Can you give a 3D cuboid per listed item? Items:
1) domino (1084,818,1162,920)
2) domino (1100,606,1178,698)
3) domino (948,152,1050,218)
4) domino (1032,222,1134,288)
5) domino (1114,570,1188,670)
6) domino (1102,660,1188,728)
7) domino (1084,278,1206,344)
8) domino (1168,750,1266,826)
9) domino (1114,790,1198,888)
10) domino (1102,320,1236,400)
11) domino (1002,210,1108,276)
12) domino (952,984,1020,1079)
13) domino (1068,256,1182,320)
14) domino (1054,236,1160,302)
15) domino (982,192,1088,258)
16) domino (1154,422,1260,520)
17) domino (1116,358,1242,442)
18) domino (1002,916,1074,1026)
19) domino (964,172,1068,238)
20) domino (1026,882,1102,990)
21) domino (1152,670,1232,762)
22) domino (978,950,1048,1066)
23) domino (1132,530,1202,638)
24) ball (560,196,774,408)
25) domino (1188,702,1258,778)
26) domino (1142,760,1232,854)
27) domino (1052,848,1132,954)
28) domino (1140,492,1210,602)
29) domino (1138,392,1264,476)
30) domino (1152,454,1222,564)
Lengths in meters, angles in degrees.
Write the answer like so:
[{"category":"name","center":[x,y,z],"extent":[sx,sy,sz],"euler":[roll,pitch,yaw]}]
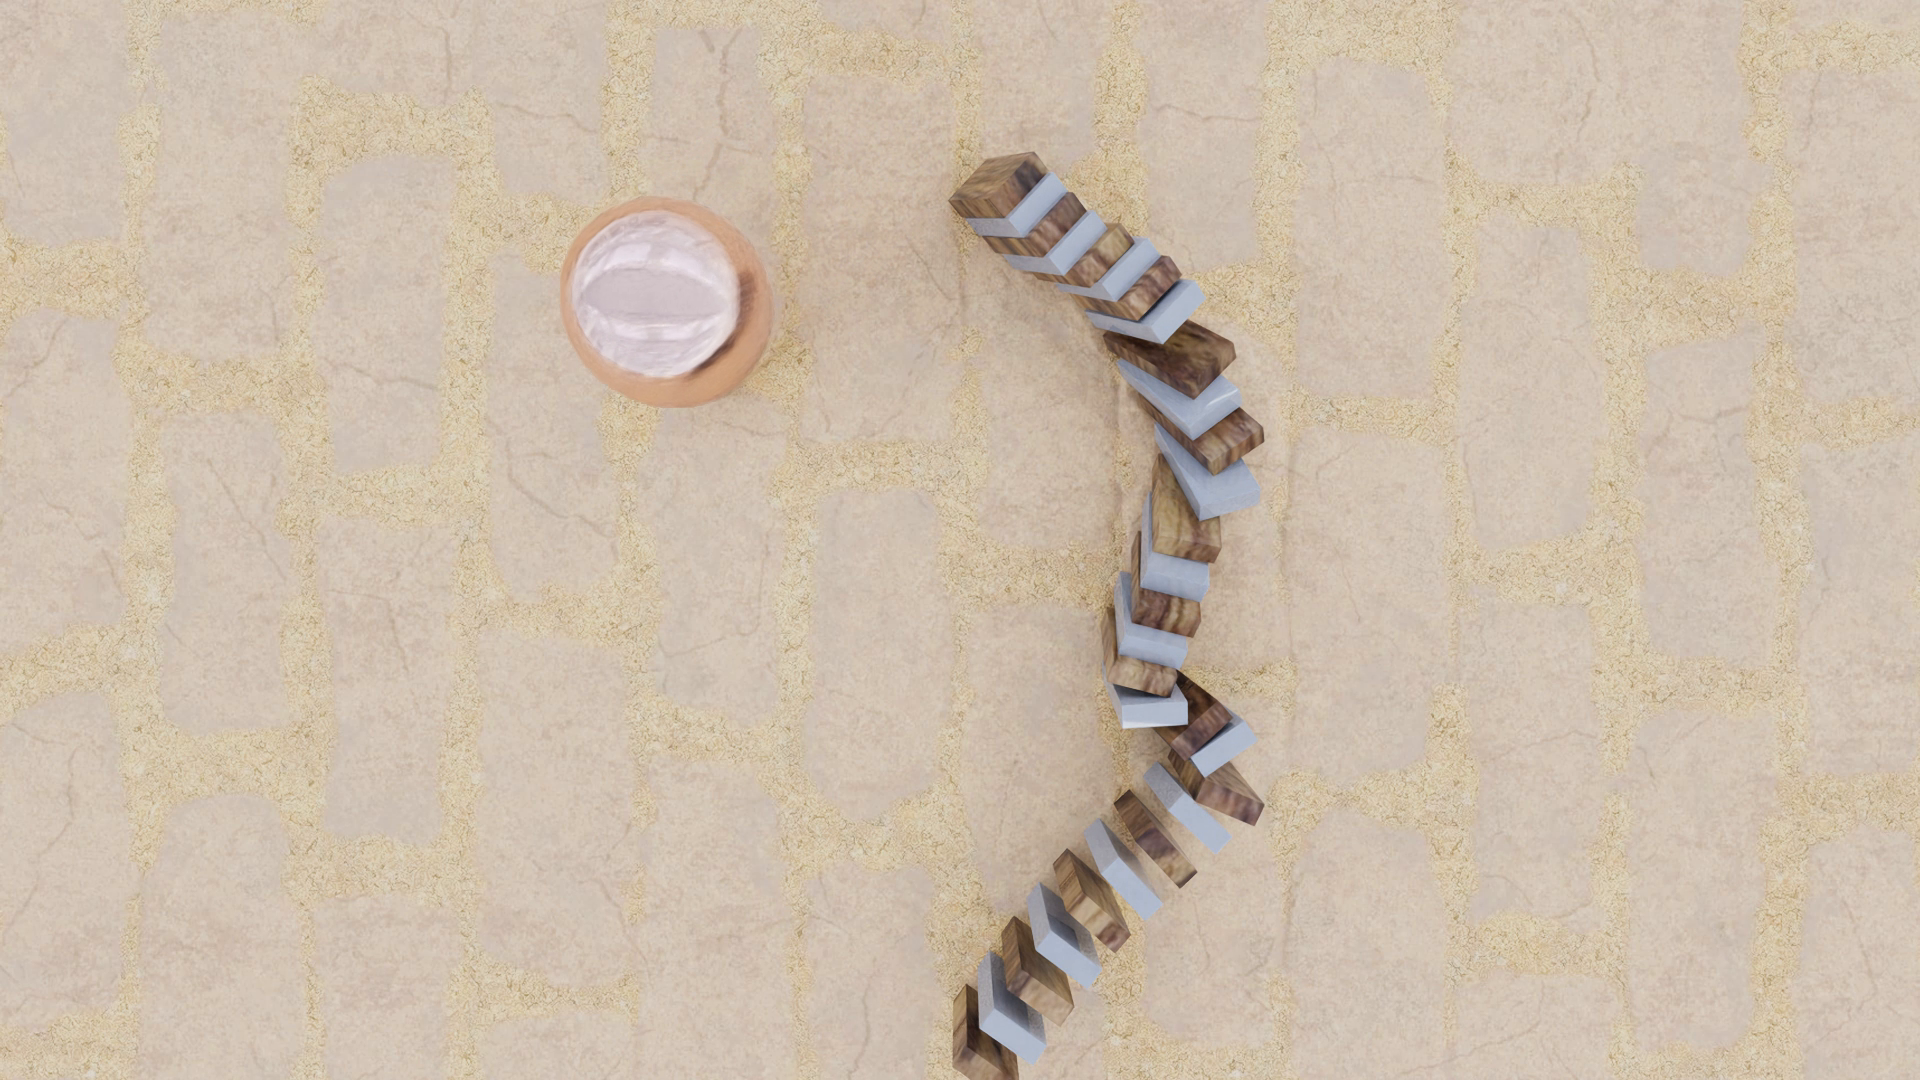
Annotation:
[{"category":"domino","center":[0.066,0.133,0.375],"extent":[0.009,0.050,0.025],"euler":[-43,90,0]},{"category":"domino","center":[0.072,0.045,0.375],"extent":[0.025,0.050,0.010],"euler":[14,111,0]},{"category":"domino","center":[0.015,-0.145,0.376],"extent":[0.025,0.050,0.010],"euler":[-47,117,0]},{"category":"domino","center":[0.048,-0.118,0.376],"extent":[0.025,0.050,0.010],"euler":[-46,117,0]},{"category":"domino","center":[0.077,0.032,0.376],"extent":[0.025,0.050,0.010],"euler":[14,118,0]},{"category":"domino","center":[0.074,0.062,0.374],"extent":[0.025,0.050,0.010],"euler":[-4,103,1]},{"category":"domino","center":[0.075,-0.096,0.376],"extent":[0.025,0.050,0.010],"euler":[-46,121,-2]},{"category":"domino","center":[0.103,0.098,0.374],"extent":[0.025,0.050,0.009],"euler":[23,96,-2]},{"category":"domino","center":[0.079,0.121,0.375],"extent":[0.010,0.050,0.025],"euler":[-43,90,0]},{"category":"domino","center":[0.086,-0.080,0.380],"extent":[0.025,0.010,0.050],"euler":[-44,52,-5]},{"category":"domino","center":[0.037,-0.122,0.376],"extent":[0.025,0.050,0.010],"euler":[-47,117,0]},{"category":"domino","center":[0.010,0.205,0.375],"extent":[0.025,0.050,0.010],"euler":[36,90,0]},{"category":"domino","center":[0.066,-0.105,0.376],"extent":[0.025,0.050,0.009],"euler":[-46,118,0]},{"category":"domino","center":[0.058,-0.112,0.376],"extent":[0.025,0.050,0.009],"euler":[-46,118,0]},{"category":"domino","center":[0.029,-0.129,0.376],"extent":[0.025,0.050,0.009],"euler":[-47,117,0]},{"category":"domino","center":[0.102,-0.032,0.380],"extent":[0.025,0.010,0.050],"euler":[-16,50,-1]},{"category":"domino","center":[0.090,-0.065,0.381],"extent":[0.025,0.010,0.050],"euler":[-37,52,0]},{"category":"domino","center":[0.031,0.175,0.375],"extent":[0.025,0.050,0.010],"euler":[36,90,0]},{"category":"domino","center":[0.022,-0.137,0.376],"extent":[0.025,0.050,0.010],"euler":[-47,117,0]},{"category":"domino","center":[0.042,0.160,0.375],"extent":[0.025,0.050,0.009],"euler":[37,90,0]},{"category":"domino","center":[0.089,0.070,0.375],"extent":[0.025,0.050,0.009],"euler":[-42,99,0]},{"category":"domino","center":[0.020,0.190,0.375],"extent":[0.025,0.050,0.010],"euler":[35,90,0]},{"category":"domino","center":[0.084,0.017,0.377],"extent":[0.025,0.050,0.010],"euler":[14,127,0]},{"category":"ball","center":[-0.114,-0.093,0.360],"extent":[0.080,0.080,0.080],"euler":[0,90,0]},{"category":"domino","center":[0.100,0.078,0.375],"extent":[0.025,0.050,0.009],"euler":[-35,95,0]},{"category":"domino","center":[0.092,0.108,0.375],"extent":[0.025,0.050,0.009],"euler":[43,90,0]},{"category":"domino","center":[0.053,0.146,0.375],"extent":[0.025,0.050,0.009],"euler":[41,90,0]},{"category":"domino","center":[0.088,0.002,0.378],"extent":[0.025,0.050,0.010],"euler":[14,133,0]},{"category":"domino","center":[0.100,-0.051,0.381],"extent":[0.025,0.010,0.050],"euler":[-34,52,-2]},{"category":"domino","center":[0.093,-0.014,0.379],"extent":[0.025,0.010,0.050],"euler":[11,46,0]}]
